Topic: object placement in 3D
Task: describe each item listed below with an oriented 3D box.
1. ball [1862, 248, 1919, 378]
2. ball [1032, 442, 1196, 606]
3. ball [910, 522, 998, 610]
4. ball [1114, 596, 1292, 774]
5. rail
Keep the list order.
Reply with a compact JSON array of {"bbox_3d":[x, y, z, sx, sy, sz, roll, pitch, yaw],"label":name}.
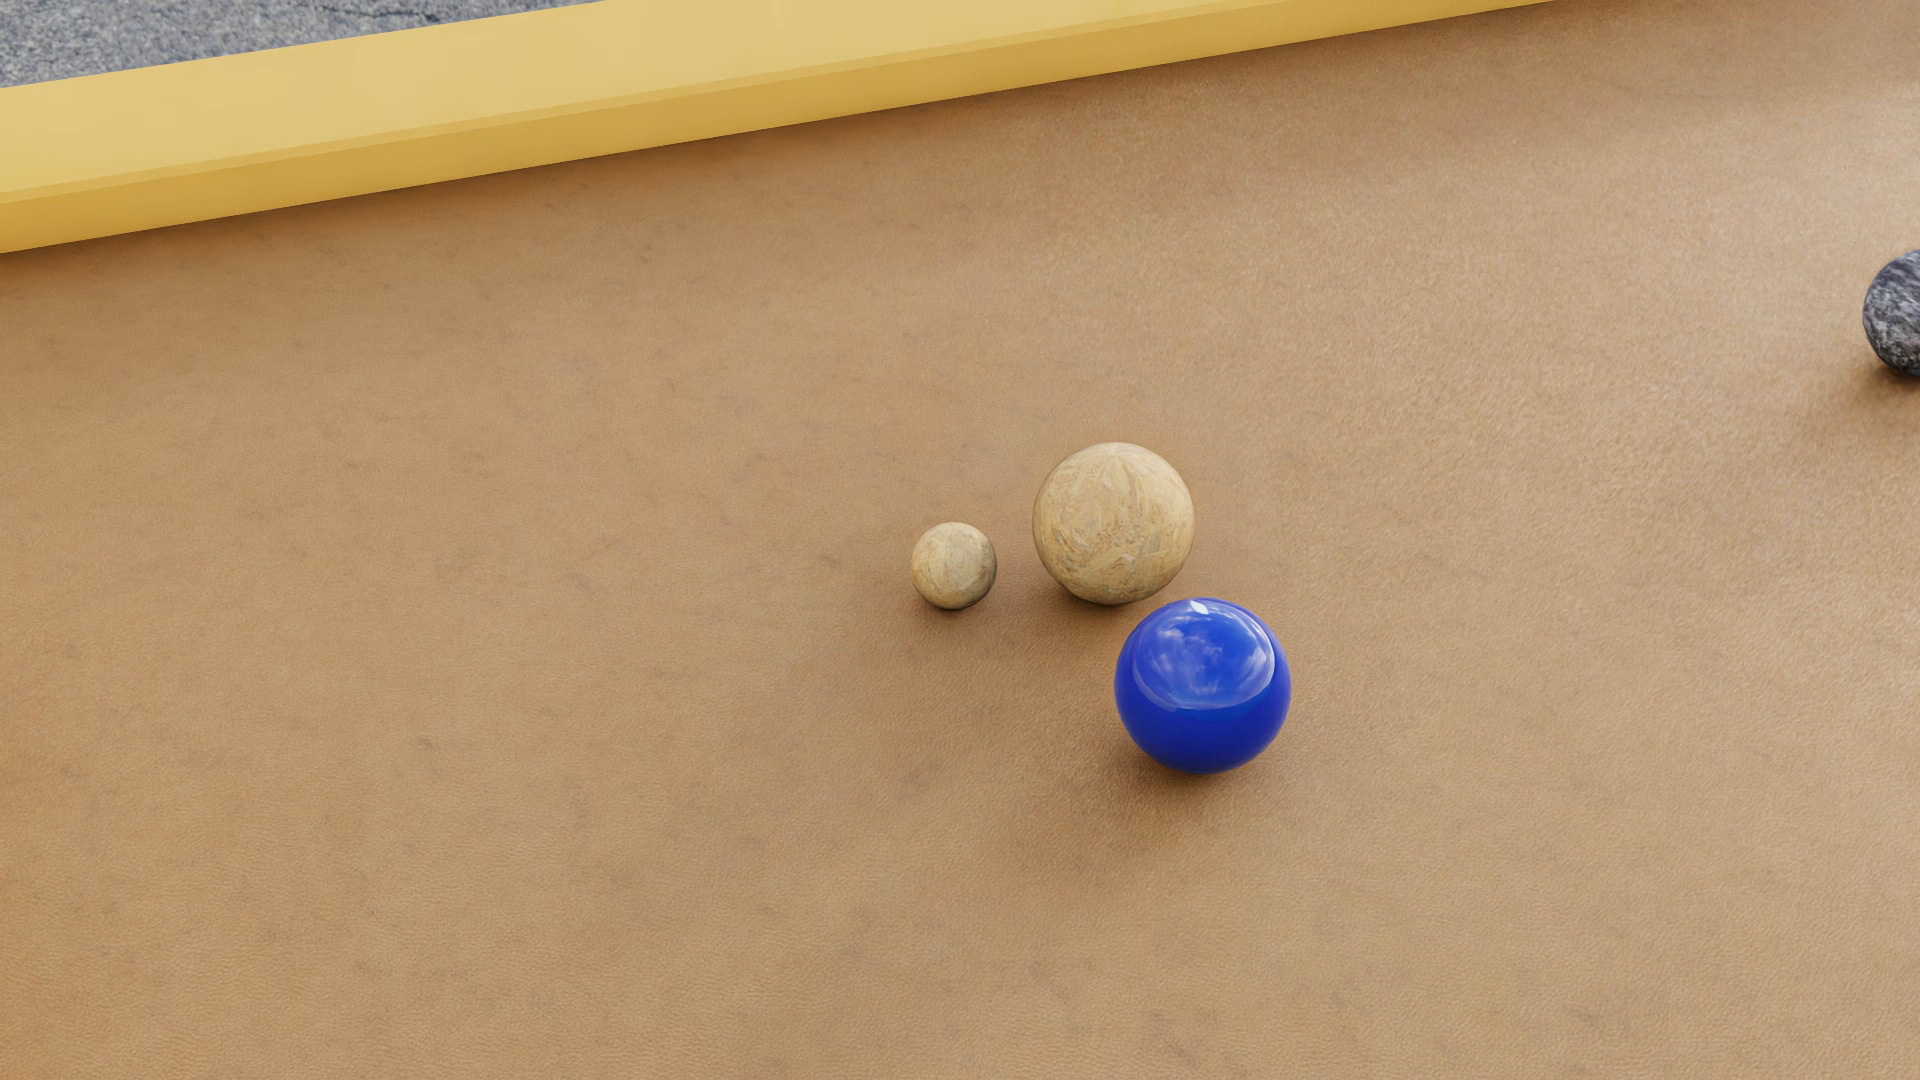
[{"bbox_3d":[0.674,-0.158,1.779,0.091,0.091,0.091,0,35,0],"label":"ball"},{"bbox_3d":[0.093,-0.010,1.560,0.100,0.100,0.100,0,35,0],"label":"ball"},{"bbox_3d":[-0.004,0.016,1.563,0.054,0.054,0.054,0,35,0],"label":"ball"},{"bbox_3d":[0.135,0.081,1.430,0.099,0.099,0.099,0,35,0],"label":"ball"},{"bbox_3d":[0.373,-0.496,2.227,2.569,0.129,0.045,-12,37,-17],"label":"rail"}]
